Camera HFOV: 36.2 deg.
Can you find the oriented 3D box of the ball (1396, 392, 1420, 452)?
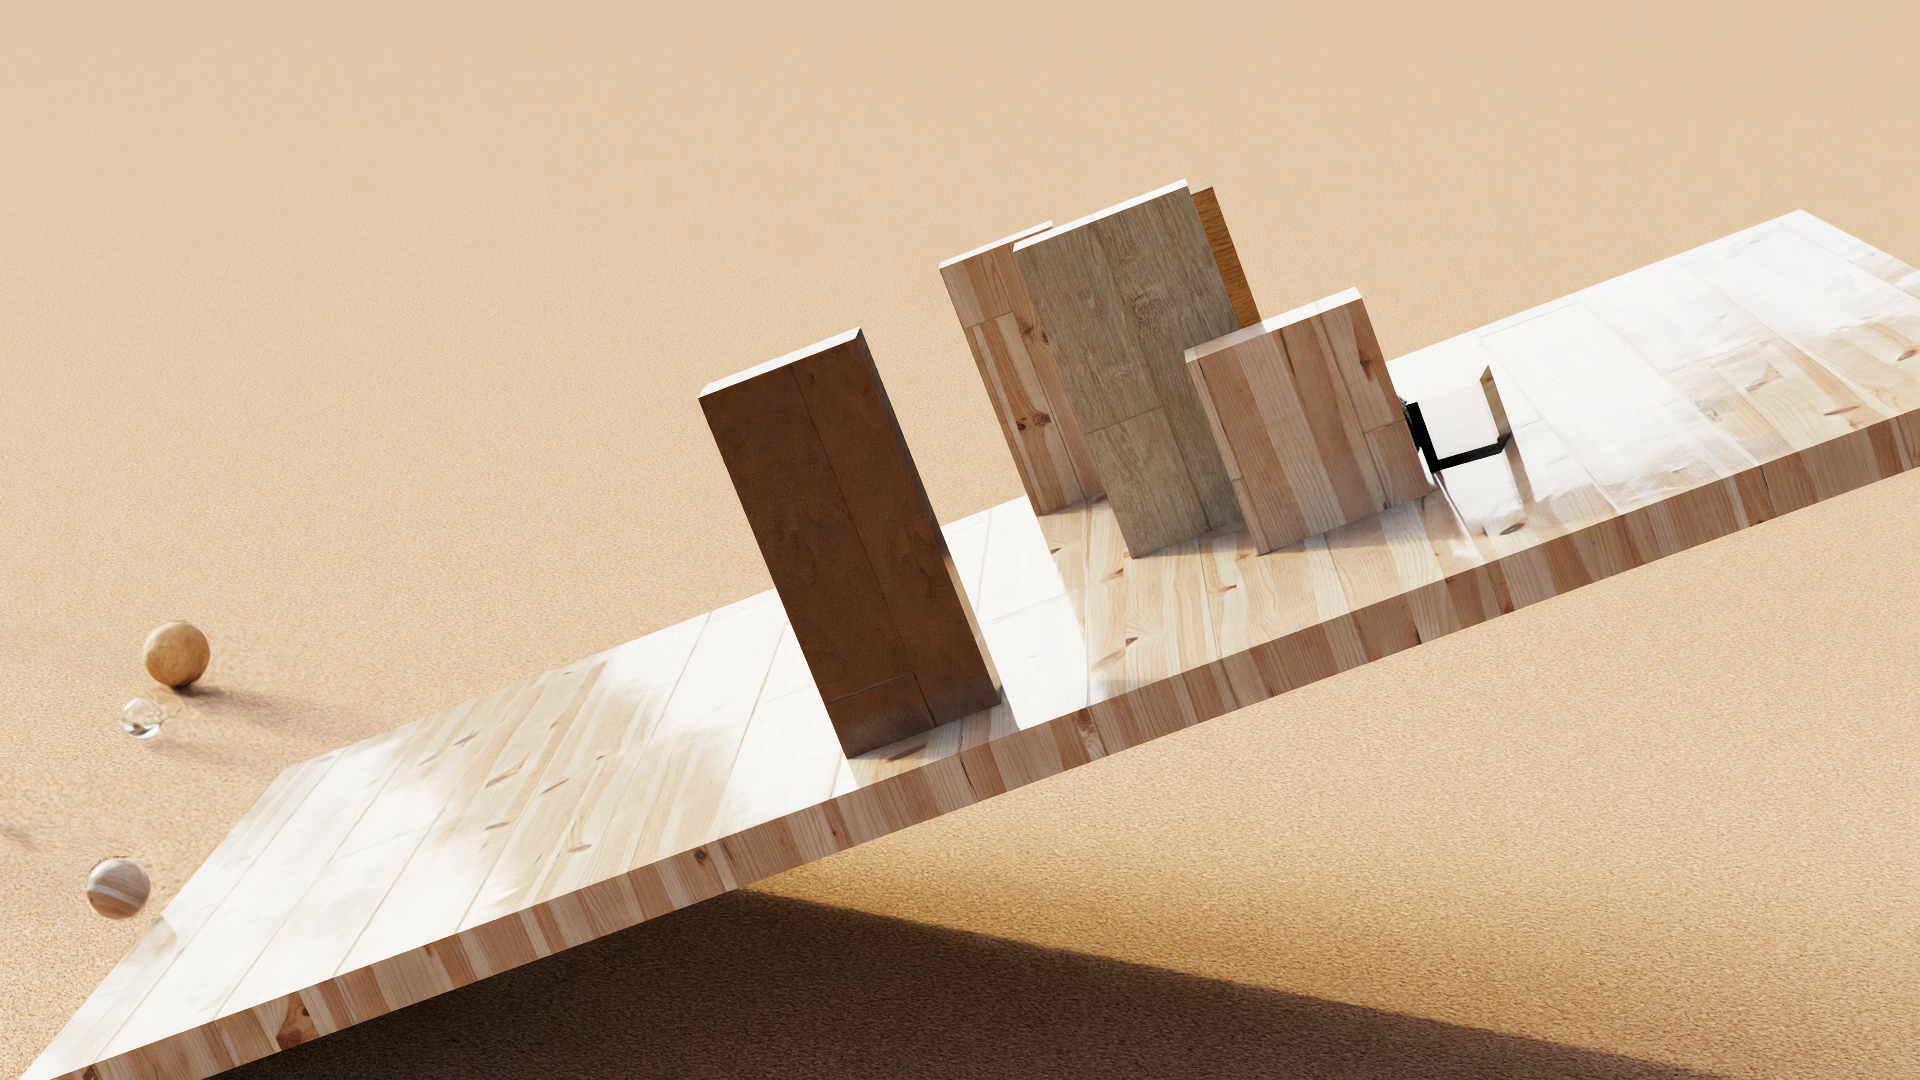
[{"bbox_3d":[0.850,-0.215,6.021,0.193,0.193,0.193,0,13,0],"label":"ball"}]

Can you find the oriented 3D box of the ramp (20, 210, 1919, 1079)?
[{"bbox_3d":[0.120,0.175,6.293,4.000,0.100,2.000,-20,12,7],"label":"ramp"}]

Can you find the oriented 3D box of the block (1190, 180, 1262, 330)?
[{"bbox_3d":[0.548,-0.441,6.465,0.243,0.642,0.126,-20,12,7],"label":"block"}]

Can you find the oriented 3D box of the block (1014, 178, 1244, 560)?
[{"bbox_3d":[0.417,-0.356,6.175,0.381,0.700,0.121,-20,12,7],"label":"block"}]

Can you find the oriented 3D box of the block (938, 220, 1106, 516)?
[{"bbox_3d":[0.198,-0.403,6.939,0.281,0.634,0.107,-20,12,7],"label":"block"}]

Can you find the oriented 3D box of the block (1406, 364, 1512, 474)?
[{"bbox_3d":[1.015,-0.247,5.975,0.151,0.151,0.151,-16,13,24],"label":"block"}]

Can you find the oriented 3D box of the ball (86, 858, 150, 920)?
[{"bbox_3d":[-1.882,0.780,6.580,0.138,0.138,0.138,0,13,0],"label":"ball"}]

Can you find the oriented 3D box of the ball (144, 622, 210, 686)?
[{"bbox_3d":[-2.276,0.333,8.545,0.189,0.189,0.189,0,13,0],"label":"ball"}]

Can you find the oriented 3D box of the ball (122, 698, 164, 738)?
[{"bbox_3d":[-2.240,0.488,8.057,0.113,0.113,0.113,0,13,0],"label":"ball"}]

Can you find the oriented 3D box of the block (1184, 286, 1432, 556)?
[{"bbox_3d":[0.690,-0.237,5.851,0.363,0.416,0.141,-20,12,7],"label":"block"}]

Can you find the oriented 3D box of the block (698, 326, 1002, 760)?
[{"bbox_3d":[-0.200,0.008,5.532,0.312,0.743,0.135,-20,12,7],"label":"block"}]
